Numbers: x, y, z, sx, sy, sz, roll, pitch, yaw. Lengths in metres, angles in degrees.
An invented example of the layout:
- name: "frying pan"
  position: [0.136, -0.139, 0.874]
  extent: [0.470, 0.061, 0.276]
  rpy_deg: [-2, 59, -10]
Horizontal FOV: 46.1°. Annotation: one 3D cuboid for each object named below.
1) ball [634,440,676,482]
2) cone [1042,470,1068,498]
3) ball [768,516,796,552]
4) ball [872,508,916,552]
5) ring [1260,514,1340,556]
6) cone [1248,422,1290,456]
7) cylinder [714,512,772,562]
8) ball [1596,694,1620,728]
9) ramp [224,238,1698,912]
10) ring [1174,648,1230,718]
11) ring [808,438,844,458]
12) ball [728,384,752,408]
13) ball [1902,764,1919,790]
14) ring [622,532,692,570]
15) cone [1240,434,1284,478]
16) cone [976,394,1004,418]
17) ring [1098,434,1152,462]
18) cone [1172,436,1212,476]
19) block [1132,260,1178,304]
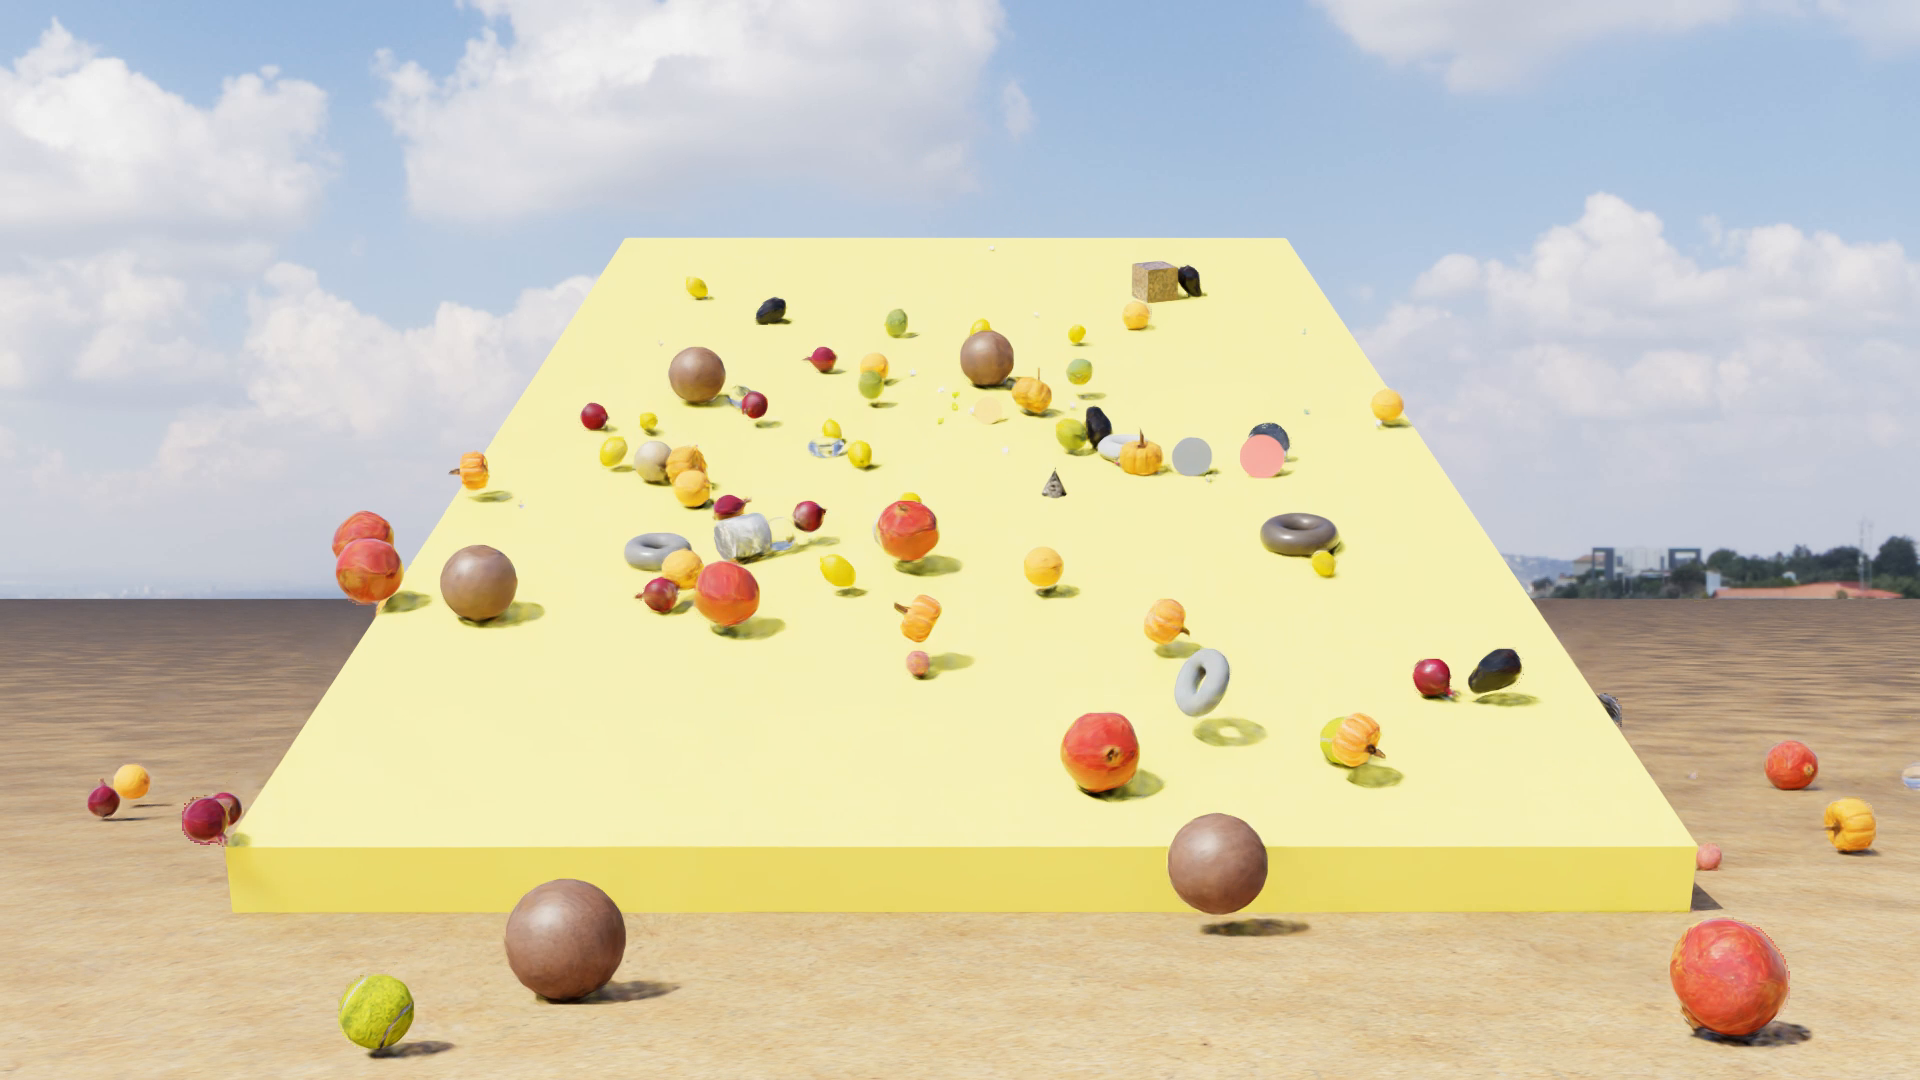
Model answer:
- name: "ball"
  position: [-0.618, -0.159, 4.568]
  extent: [0.084, 0.084, 0.084]
  rpy_deg: [0, -1, 0]
- name: "cone"
  position: [0.188, -0.117, 4.500]
  extent: [0.053, 0.053, 0.053]
  rpy_deg: [0, 19, 0]
- name: "ball"
  position: [-0.335, -0.011, 4.179]
  extent: [0.065, 0.065, 0.065]
  rpy_deg: [0, -1, 0]
- name: "ball"
  position: [-0.122, -0.019, 4.178]
  extent: [0.081, 0.081, 0.081]
  rpy_deg: [0, -1, 0]
- name: "ring"
  position: [0.632, -0.010, 4.206]
  extent: [0.148, 0.049, 0.148]
  rpy_deg: [-1, 20, 0]
- name: "cone"
  position: [0.646, -0.196, 4.745]
  extent: [0.088, 0.088, 0.088]
  rpy_deg: [0, -7, 5]
- name: "cylinder"
  position: [-0.399, -0.006, 4.146]
  extent: [0.077, 0.077, 0.077]
  rpy_deg: [-16, 8, -34]
- name: "ball"
  position: [1.453, 0.398, 5.130]
  extent: [0.093, 0.093, 0.093]
  rpy_deg: [0, -1, 0]
- name: "ramp"
  position: [-0.005, -0.202, 4.969]
  extent: [2.000, 0.100, 4.000]
  rpy_deg: [0, 19, 0]
- name: "ring"
  position: [0.362, 0.213, 3.374]
  extent: [0.036, 0.109, 0.109]
  rpy_deg: [25, -13, -26]
- name: "ring"
  position: [-0.284, -0.196, 4.761]
  extent: [0.078, 0.026, 0.078]
  rpy_deg: [-1, 23, 0]
- name: "ball"
  position: [-0.493, -0.323, 5.079]
  extent: [0.053, 0.053, 0.053]
  rpy_deg: [0, -1, 0]
- name: "ball"
  position: [2.126, 0.526, 5.020]
  extent: [0.059, 0.059, 0.059]
  rpy_deg: [0, -1, 0]
- name: "ring"
  position: [-0.552, 0.021, 4.123]
  extent: [0.126, 0.042, 0.126]
  rpy_deg: [0, 21, 0]
- name: "cone"
  position: [0.614, -0.164, 4.653]
  extent: [0.091, 0.091, 0.091]
  rpy_deg: [0, -7, -2]
- name: "cone"
  position: [0.063, -0.282, 5.005]
  extent: [0.063, 0.063, 0.063]
  rpy_deg: [0, -24, -9]
- name: "ring"
  position: [0.346, -0.192, 4.737]
  extent: [0.115, 0.038, 0.115]
  rpy_deg: [1, 20, 0]
- name: "cone"
  position: [0.484, -0.165, 4.659]
  extent: [0.083, 0.083, 0.083]
  rpy_deg: [0, -8, 13]
- name: "block"
  position: [0.524, -0.695, 6.084]
  extent: [0.091, 0.091, 0.091]
  rpy_deg: [-8, 21, -23]
